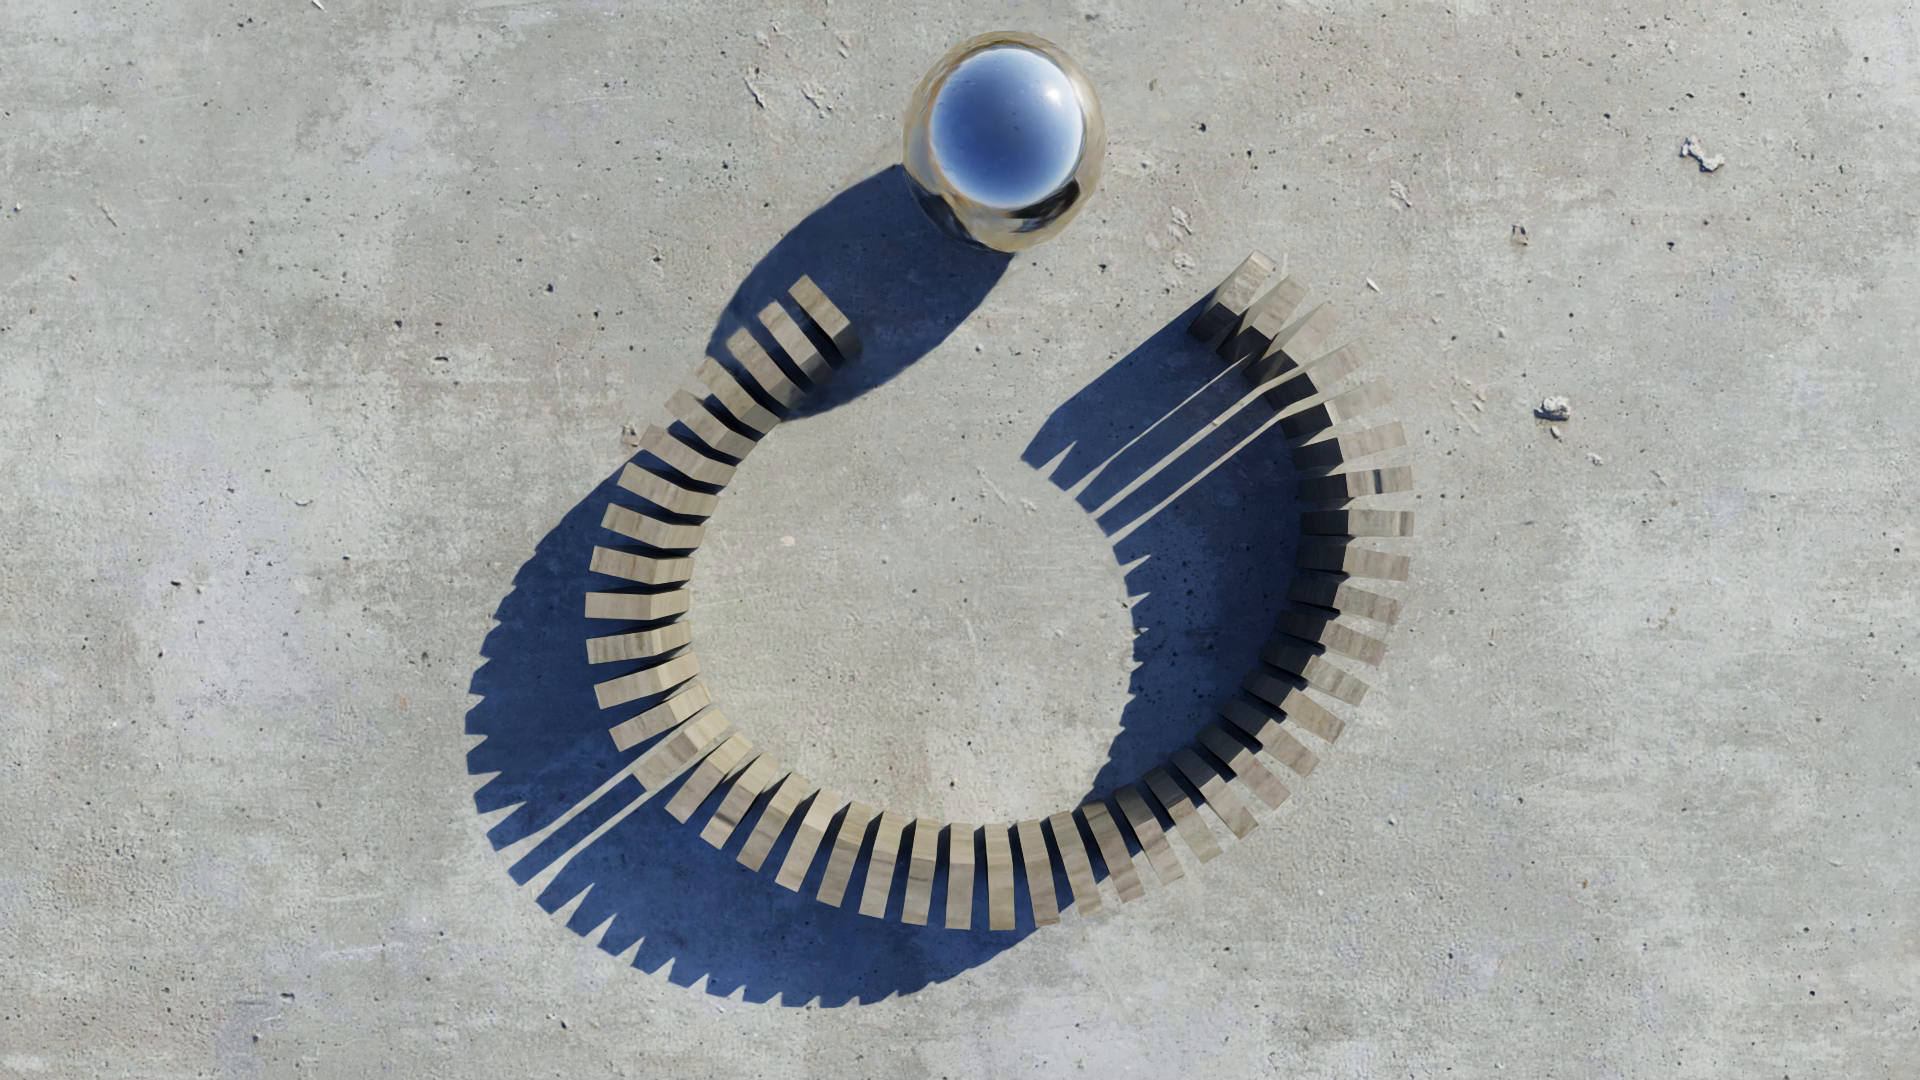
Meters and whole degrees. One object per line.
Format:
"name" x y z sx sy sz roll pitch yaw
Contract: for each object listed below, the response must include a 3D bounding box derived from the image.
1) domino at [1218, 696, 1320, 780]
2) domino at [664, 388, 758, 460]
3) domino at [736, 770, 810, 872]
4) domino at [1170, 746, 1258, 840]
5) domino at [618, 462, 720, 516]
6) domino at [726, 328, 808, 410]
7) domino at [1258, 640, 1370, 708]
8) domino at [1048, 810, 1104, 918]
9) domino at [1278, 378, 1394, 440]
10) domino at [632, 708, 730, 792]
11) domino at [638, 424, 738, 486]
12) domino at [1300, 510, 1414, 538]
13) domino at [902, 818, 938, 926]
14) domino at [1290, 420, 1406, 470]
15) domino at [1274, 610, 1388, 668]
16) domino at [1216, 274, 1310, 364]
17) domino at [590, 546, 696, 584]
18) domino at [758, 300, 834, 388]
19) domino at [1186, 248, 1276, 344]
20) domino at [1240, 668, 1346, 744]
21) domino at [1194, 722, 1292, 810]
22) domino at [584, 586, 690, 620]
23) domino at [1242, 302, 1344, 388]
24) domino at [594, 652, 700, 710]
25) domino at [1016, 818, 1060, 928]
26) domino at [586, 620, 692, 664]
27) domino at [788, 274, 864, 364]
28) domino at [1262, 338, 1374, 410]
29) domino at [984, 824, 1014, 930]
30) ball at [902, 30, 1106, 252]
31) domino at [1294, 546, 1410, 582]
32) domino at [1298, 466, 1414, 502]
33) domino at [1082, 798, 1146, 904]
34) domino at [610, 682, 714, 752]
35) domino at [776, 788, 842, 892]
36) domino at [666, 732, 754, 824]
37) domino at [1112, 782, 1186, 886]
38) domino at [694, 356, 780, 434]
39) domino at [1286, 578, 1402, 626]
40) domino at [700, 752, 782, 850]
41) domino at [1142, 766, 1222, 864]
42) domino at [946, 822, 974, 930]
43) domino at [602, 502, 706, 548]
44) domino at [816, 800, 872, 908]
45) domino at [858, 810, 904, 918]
"domino" 0.125 0.080 0.375 0.025 0.050 0.009 40 90 0
"domino" -0.101 -0.047 0.375 0.025 0.050 0.010 41 90 0
"domino" -0.075 0.114 0.375 0.010 0.050 0.025 30 90 0
"domino" 0.103 0.102 0.375 0.009 0.050 0.025 -39 90 0
"domino" -0.118 -0.020 0.375 0.025 0.050 0.009 26 90 0
"domino" -0.078 -0.069 0.375 0.009 0.050 0.025 -41 90 0
"domino" 0.143 0.054 0.375 0.025 0.050 0.009 29 90 0
"domino" 0.047 0.131 0.375 0.010 0.050 0.025 -17 90 0
"domino" 0.152 -0.053 0.375 0.025 0.050 0.009 -23 90 0
"domino" -0.112 0.085 0.375 0.025 0.050 0.010 -39 90 0
"domino" -0.110 -0.034 0.375 0.025 0.050 0.009 32 90 0
"domino" 0.161 -0.007 0.375 0.025 0.050 0.010 2 90 0
"domino" -0.016 0.134 0.375 0.009 0.050 0.025 9 90 0
"domino" 0.157 -0.038 0.375 0.025 0.050 0.010 -15 90 0
"domino" 0.150 0.040 0.375 0.025 0.050 0.009 23 90 0
"domino" 0.123 -0.089 0.375 0.009 0.050 0.025 38 90 0
"domino" -0.128 0.010 0.375 0.025 0.050 0.010 13 90 0
"domino" -0.066 -0.079 0.375 0.010 0.050 0.025 -40 90 0
"domino" 0.110 -0.099 0.375 0.009 0.050 0.025 36 90 0
"domino" 0.135 0.067 0.375 0.025 0.050 0.010 35 90 0
"domino" 0.115 0.091 0.375 0.009 0.050 0.025 -45 90 0
"domino" -0.131 0.025 0.375 0.025 0.050 0.009 2 90 0
"domino" 0.135 -0.079 0.375 0.010 0.050 0.025 43 90 0
"domino" -0.127 0.057 0.375 0.025 0.050 0.010 -16 90 0
"domino" 0.032 0.135 0.375 0.009 0.050 0.025 -10 90 0
"domino" -0.130 0.041 0.375 0.025 0.050 0.010 -7 90 0
"domino" -0.054 -0.089 0.375 0.009 0.050 0.025 -43 90 0
"domino" 0.145 -0.067 0.375 0.025 0.050 0.009 -33 90 0
"domino" 0.016 0.136 0.375 0.009 0.050 0.025 -2 90 0
"ball" 0.017 -0.155 0.360 0.080 0.080 0.080 0 90 0
"domino" 0.159 0.009 0.375 0.025 0.050 0.009 10 90 0
"domino" 0.160 -0.022 0.375 0.025 0.050 0.009 -6 90 0
"domino" 0.062 0.126 0.375 0.010 0.050 0.025 -22 90 0
"domino" -0.121 0.071 0.375 0.025 0.050 0.009 -26 90 0
"domino" -0.061 0.121 0.375 0.010 0.050 0.025 25 90 0
"domino" -0.101 0.096 0.375 0.010 0.050 0.025 40 90 0
"domino" 0.076 0.119 0.375 0.009 0.050 0.025 -27 90 0
"domino" -0.090 -0.058 0.375 0.010 0.050 0.025 -44 90 0
"domino" 0.156 0.025 0.375 0.025 0.050 0.010 16 90 0
"domino" -0.089 0.105 0.375 0.009 0.050 0.025 34 90 0
"domino" 0.090 0.111 0.375 0.009 0.050 0.025 -33 90 0
"domino" 0.000 0.136 0.375 0.009 0.050 0.025 4 90 0
"domino" -0.124 -0.006 0.375 0.025 0.050 0.009 20 90 0
"domino" -0.047 0.127 0.375 0.009 0.050 0.025 19 90 0
"domino" -0.031 0.131 0.375 0.010 0.050 0.025 13 90 0
